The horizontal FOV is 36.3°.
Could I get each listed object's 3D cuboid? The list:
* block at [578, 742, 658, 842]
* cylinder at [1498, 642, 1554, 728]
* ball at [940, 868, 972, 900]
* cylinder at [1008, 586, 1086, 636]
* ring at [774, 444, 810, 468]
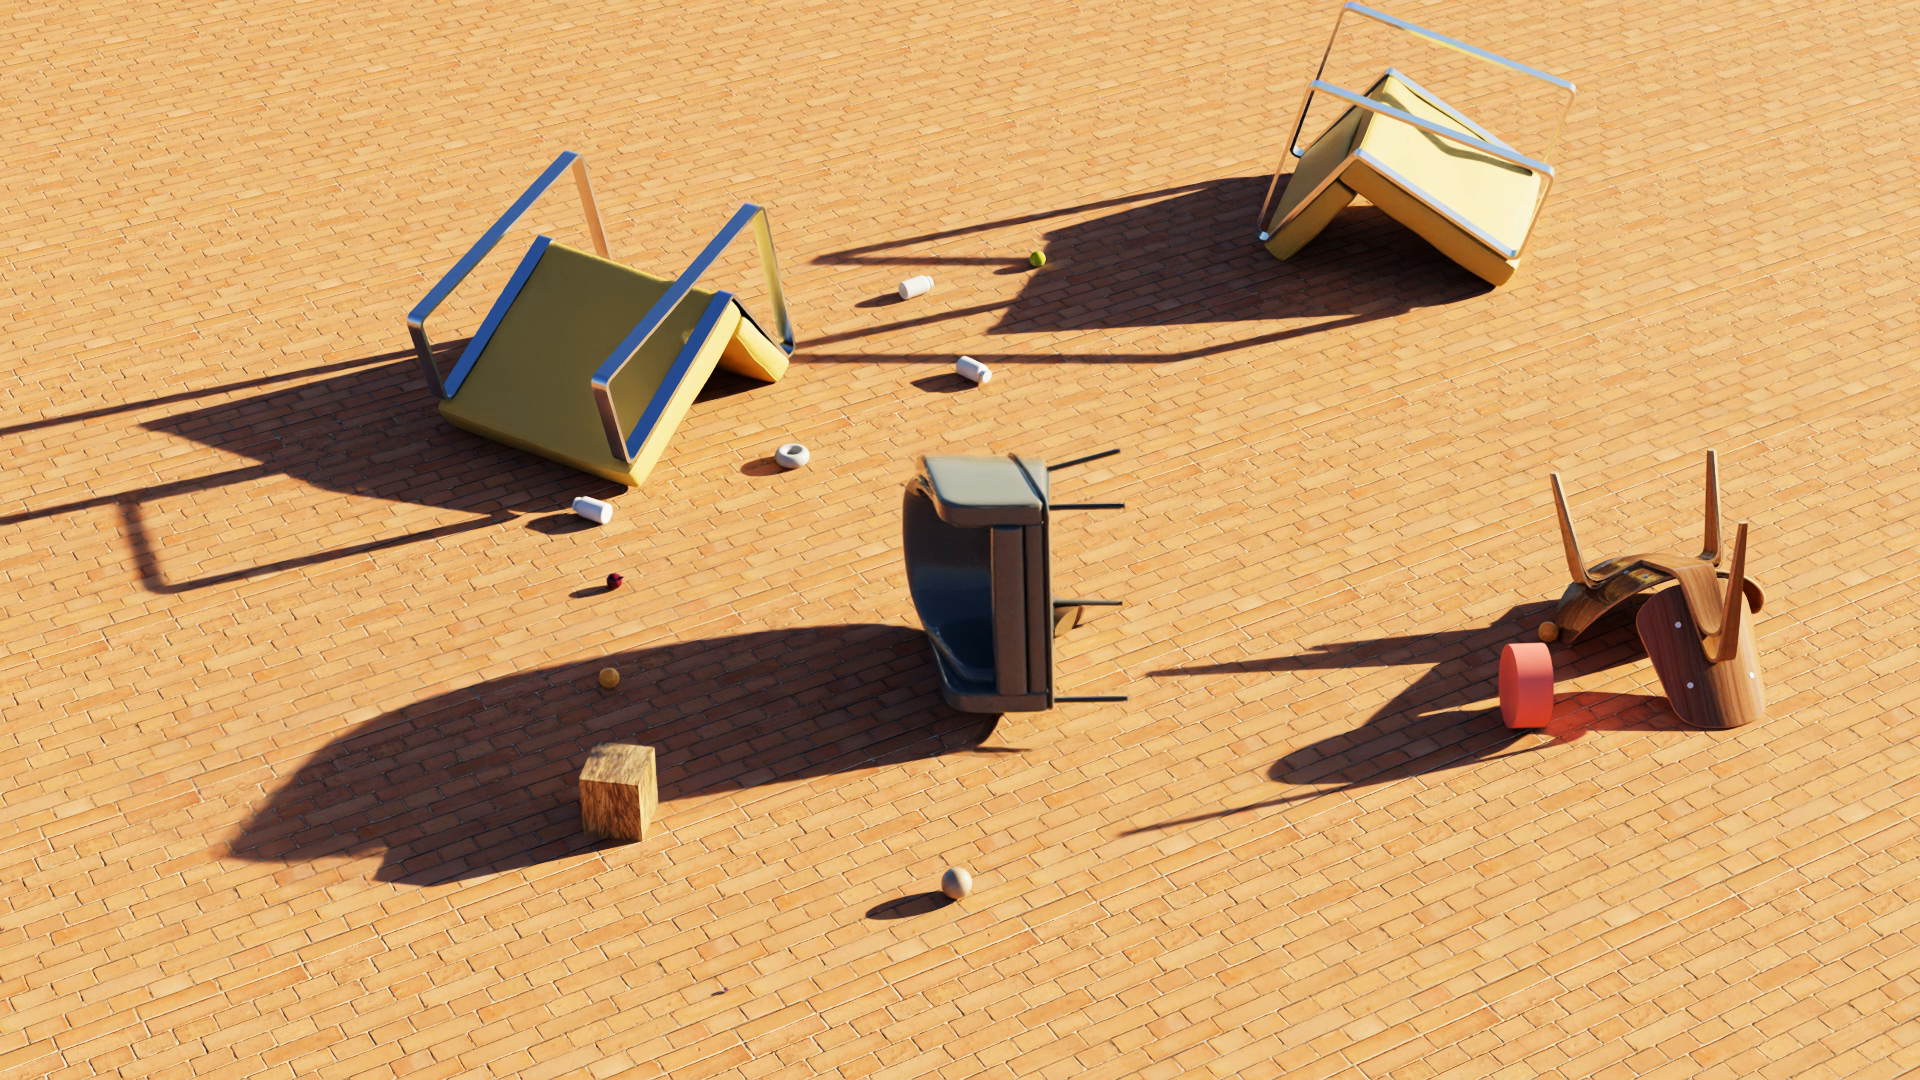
[{"bbox_3d":[-1.105,0.814,9.500,0.196,0.230,0.201,5,34,8],"label":"block"},{"bbox_3d":[1.916,0.493,9.927,0.119,0.298,0.271,-2,40,-3],"label":"cylinder"},{"bbox_3d":[-0.011,1.079,9.217,0.100,0.100,0.100,0,33,0],"label":"ball"},{"bbox_3d":[0.310,0.253,10.486,0.207,0.083,0.184,24,41,32],"label":"cylinder"},{"bbox_3d":[-0.653,-0.326,11.391,0.135,0.055,0.134,-26,40,-36],"label":"ring"}]
